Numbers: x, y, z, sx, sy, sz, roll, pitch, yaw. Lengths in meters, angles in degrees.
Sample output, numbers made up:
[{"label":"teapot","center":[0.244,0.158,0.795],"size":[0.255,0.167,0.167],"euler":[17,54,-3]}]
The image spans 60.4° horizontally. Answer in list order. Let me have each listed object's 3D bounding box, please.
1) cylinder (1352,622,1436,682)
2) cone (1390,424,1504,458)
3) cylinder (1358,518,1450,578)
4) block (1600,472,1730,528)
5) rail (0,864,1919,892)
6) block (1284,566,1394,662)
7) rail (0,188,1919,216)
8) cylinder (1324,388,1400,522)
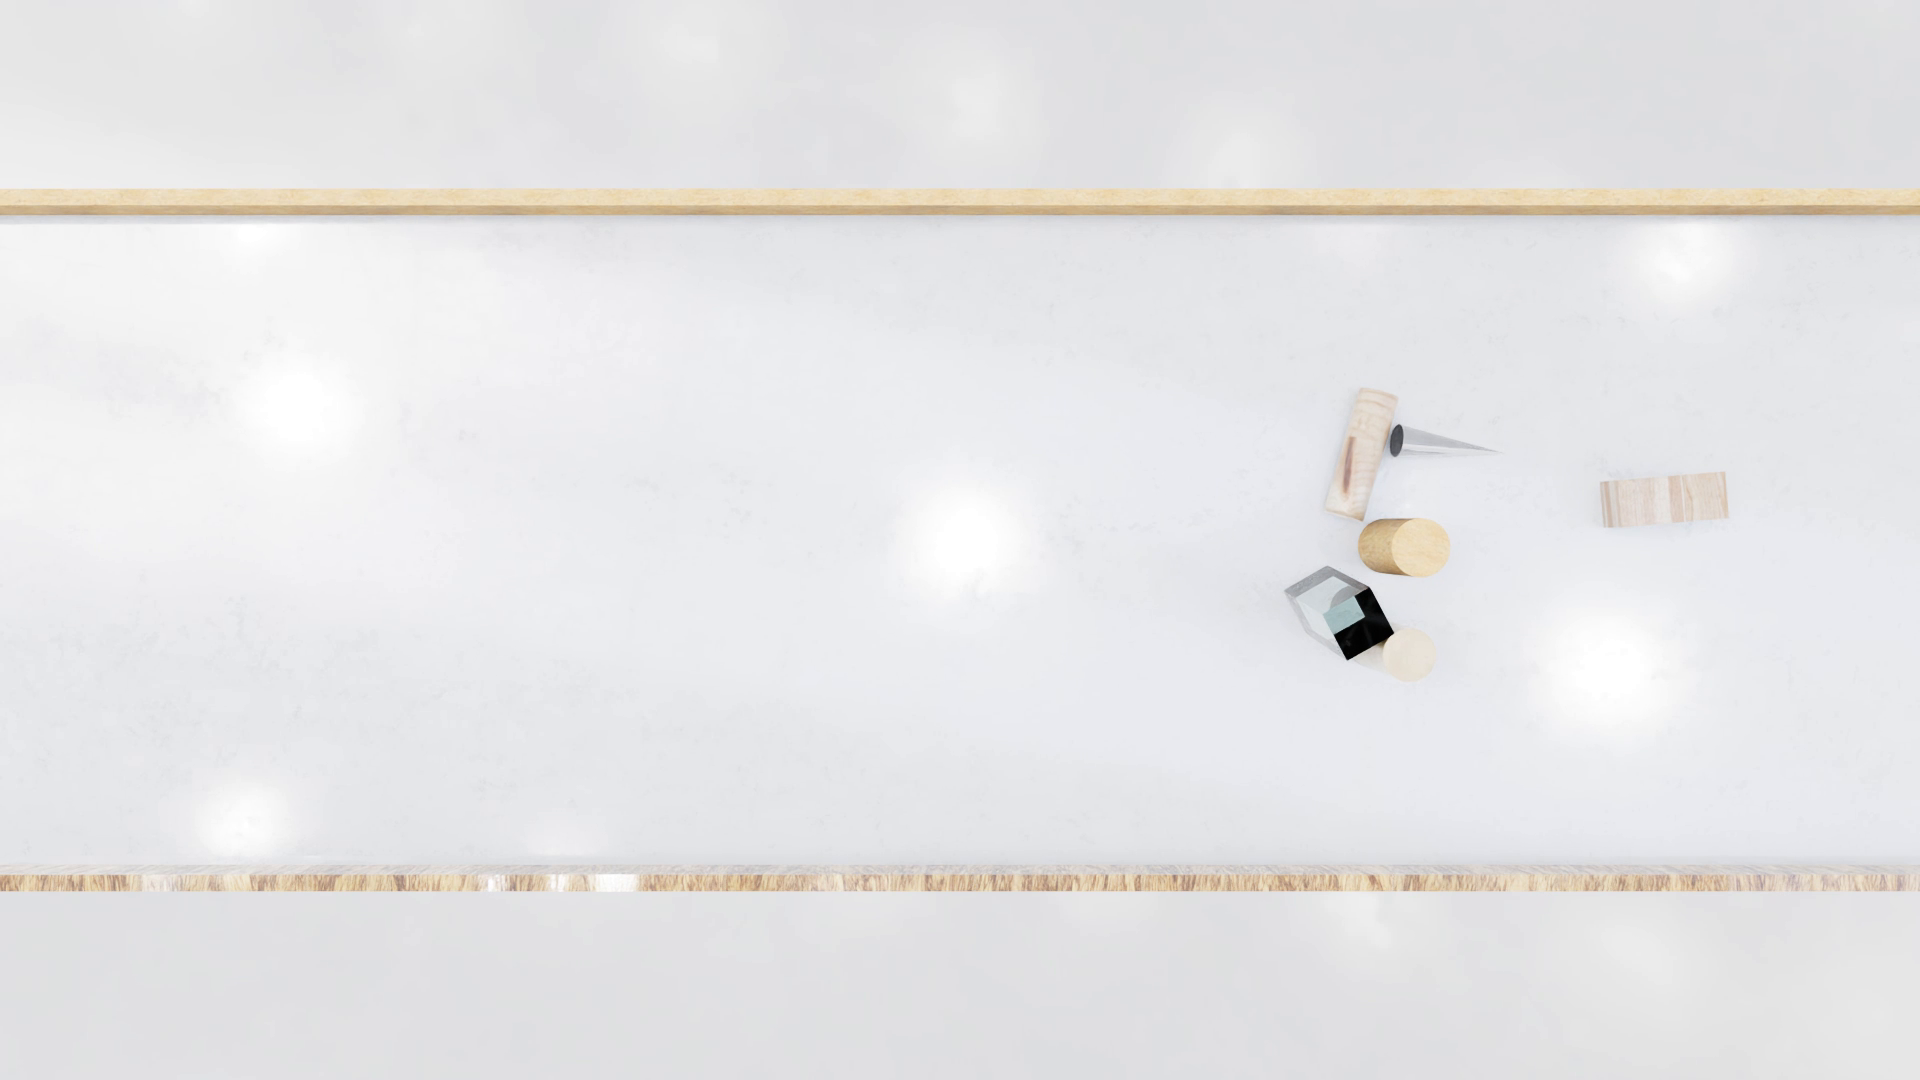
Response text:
[{"label":"cylinder","center":[1.272,0.321,4.881],"size":[0.155,0.384,0.155],"euler":[0,92,-2]},{"label":"cone","center":[1.509,-0.284,5.051],"size":[0.362,0.102,0.102],"euler":[6,90,-8]},{"label":"cylinder","center":[1.313,0.020,4.892],"size":[0.170,0.365,0.170],"euler":[0,91,-1]},{"label":"block","center":[2.135,-0.122,5.006],"size":[0.323,0.142,0.142],"euler":[-5,90,0]},{"label":"rail","center":[-2.247,1.025,5.001],"size":[12.000,0.150,0.050],"euler":[0,90,0]},{"label":"block","center":[1.112,0.210,4.865],"size":[0.156,0.404,0.156],"euler":[-30,99,0]},{"label":"rail","center":[-2.247,-1.025,5.002],"size":[12.000,0.150,0.050],"euler":[0,90,0]},{"label":"cylinder","center":[1.221,-0.258,5.016],"size":[0.122,0.122,0.391],"euler":[16,90,0]}]
